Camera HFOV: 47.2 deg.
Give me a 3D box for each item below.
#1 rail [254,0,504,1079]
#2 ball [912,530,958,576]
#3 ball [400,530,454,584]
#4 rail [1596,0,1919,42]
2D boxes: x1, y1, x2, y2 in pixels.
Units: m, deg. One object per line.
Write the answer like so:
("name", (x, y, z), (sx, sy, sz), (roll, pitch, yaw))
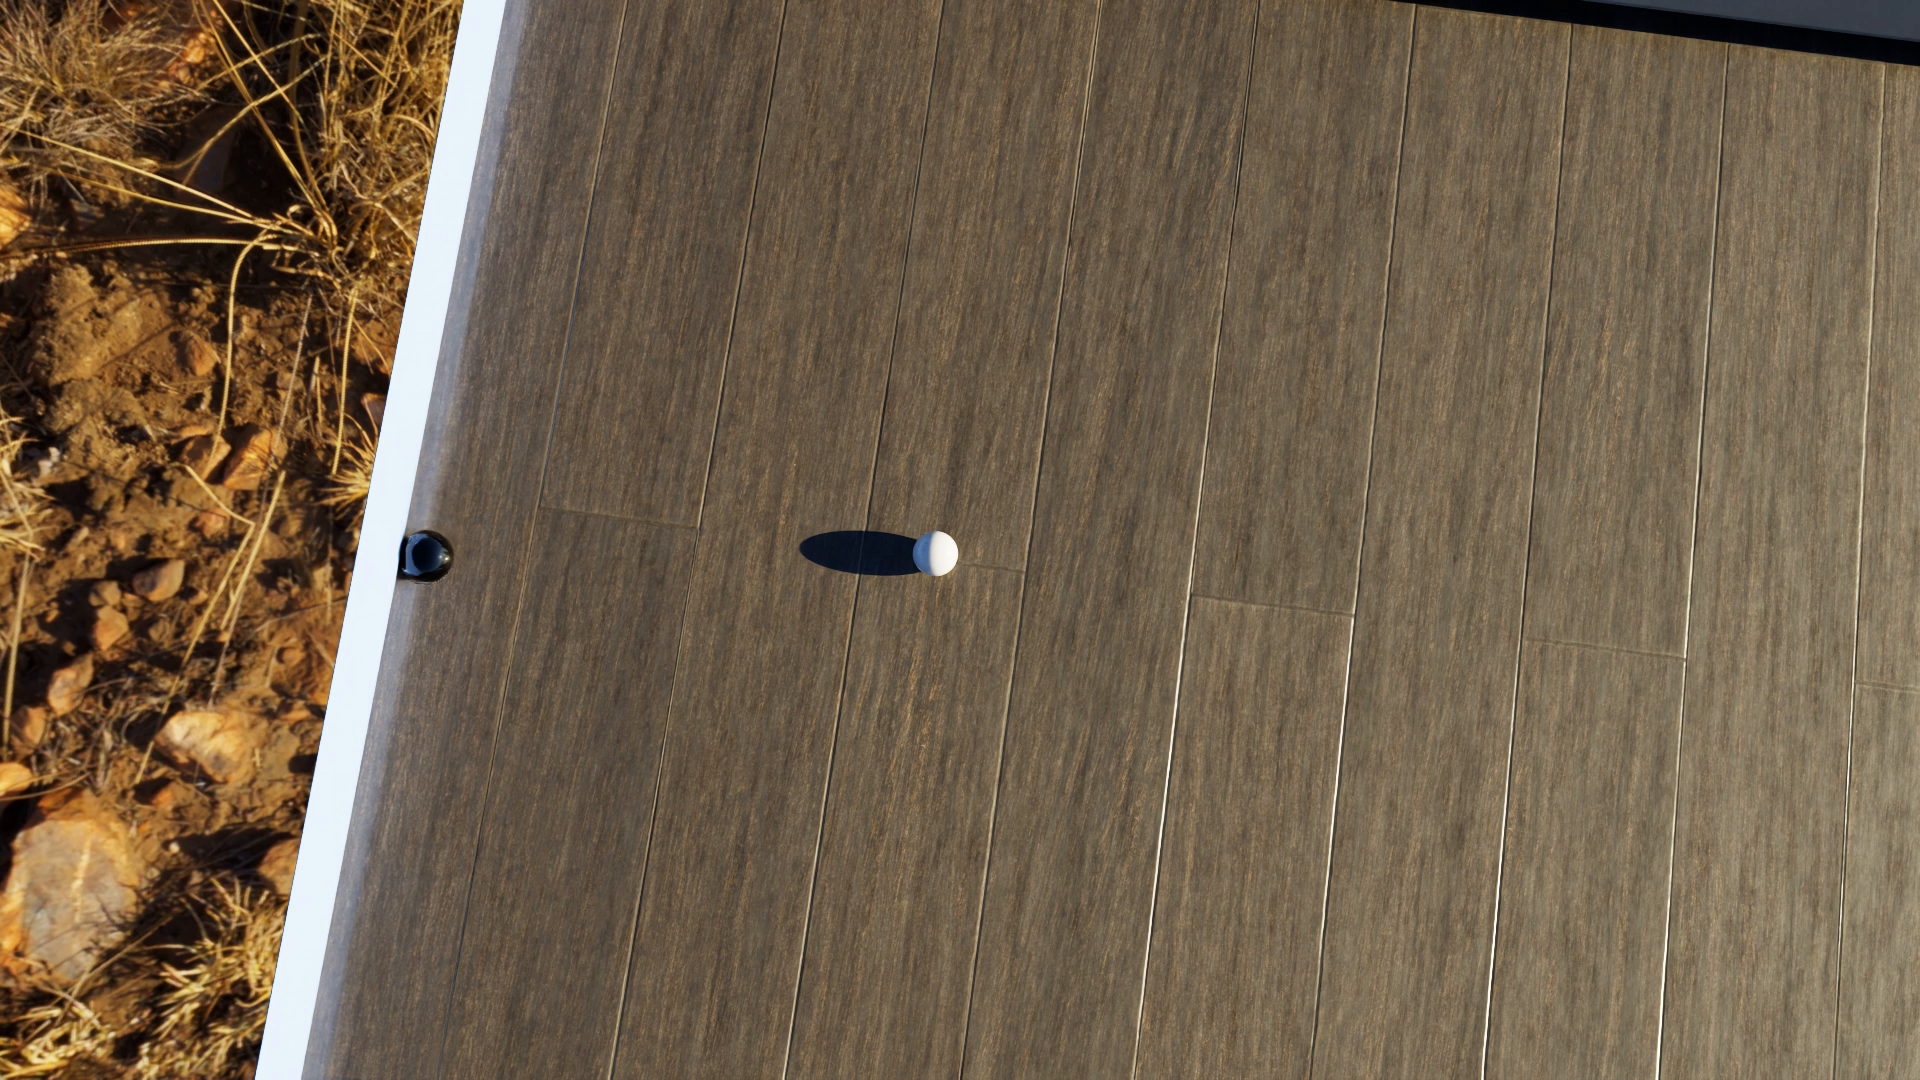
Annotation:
("rail", (-0.837, -0.116, 3.298), (0.045, 0.126, 2.059), (7, 78, 2))
("ball", (-0.037, 0.021, 3.300), (0.068, 0.068, 0.068), (0, 78, 0))
("ball", (-0.798, 0.025, 3.293), (0.080, 0.080, 0.080), (0, 78, 0))
("rail", (0.994, -0.868, 3.454), (3.472, 0.126, 0.045), (7, 78, 2))
